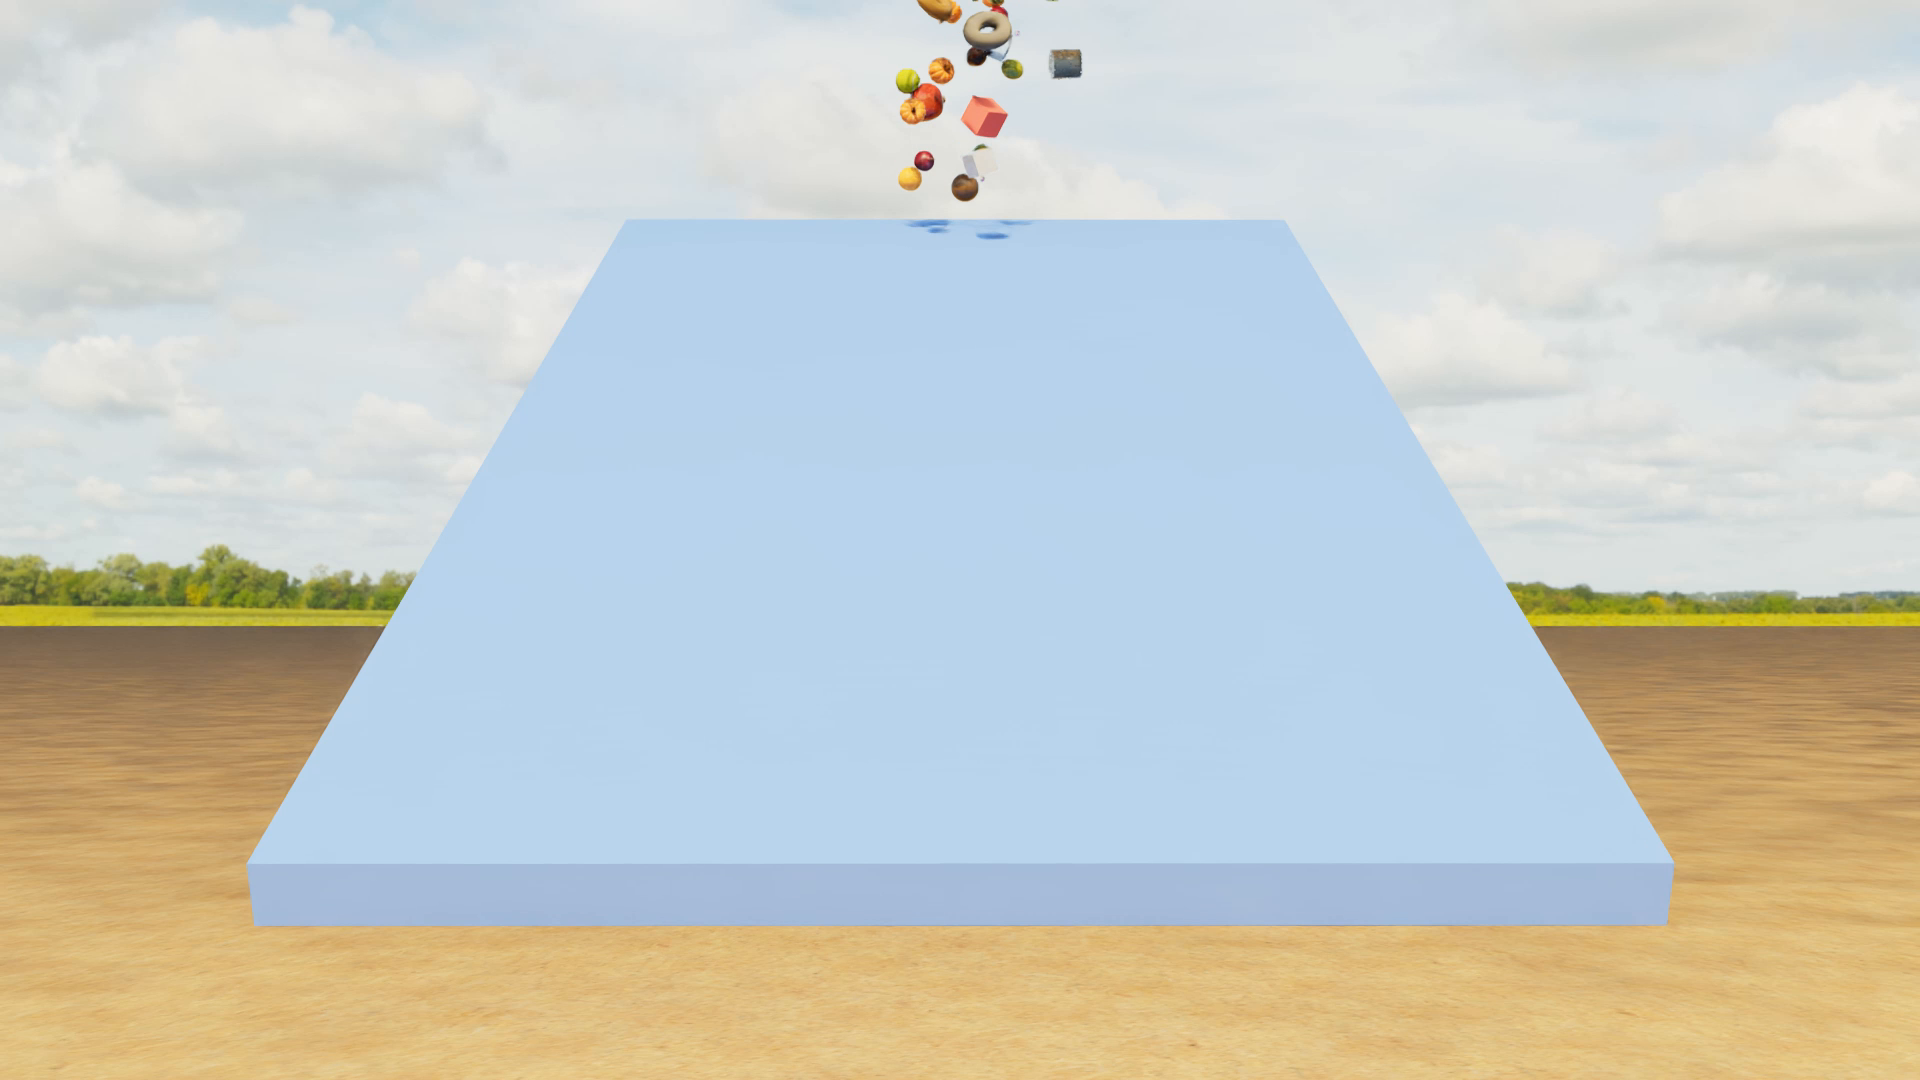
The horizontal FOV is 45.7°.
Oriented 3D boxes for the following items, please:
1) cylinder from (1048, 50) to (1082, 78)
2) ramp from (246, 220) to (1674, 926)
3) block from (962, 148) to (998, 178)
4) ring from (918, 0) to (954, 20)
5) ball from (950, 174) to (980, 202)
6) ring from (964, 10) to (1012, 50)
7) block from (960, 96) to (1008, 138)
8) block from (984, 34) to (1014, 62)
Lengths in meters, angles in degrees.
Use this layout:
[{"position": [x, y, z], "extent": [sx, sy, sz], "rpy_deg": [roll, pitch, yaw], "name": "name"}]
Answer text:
[{"position": [0.308, -1.388, 6.650], "extent": [0.083, 0.083, 0.083], "rpy_deg": [-4, -1, -8], "name": "cylinder"}, {"position": [-0.006, -0.214, 5.079], "extent": [2.000, 0.100, 4.000], "rpy_deg": [0, 21, 0], "name": "ramp"}, {"position": [0.057, -1.082, 6.543], "extent": [0.066, 0.066, 0.066], "rpy_deg": [-25, 16, -25], "name": "block"}, {"position": [-0.074, -1.538, 6.508], "extent": [0.043, 0.130, 0.130], "rpy_deg": [-39, -25, 32], "name": "ring"}, {"position": [0.015, -1.064, 6.882], "extent": [0.086, 0.086, 0.086], "rpy_deg": [0, -2, 0], "name": "ball"}, {"position": [0.078, -1.444, 6.460], "extent": [0.139, 0.139, 0.046], "rpy_deg": [0, -34, 6], "name": "ring"}, {"position": [0.074, -1.274, 6.869], "extent": [0.086, 0.086, 0.086], "rpy_deg": [-4, 44, -44], "name": "block"}, {"position": [0.111, -1.441, 6.630], "extent": [0.061, 0.061, 0.061], "rpy_deg": [20, -31, -12], "name": "block"}]
